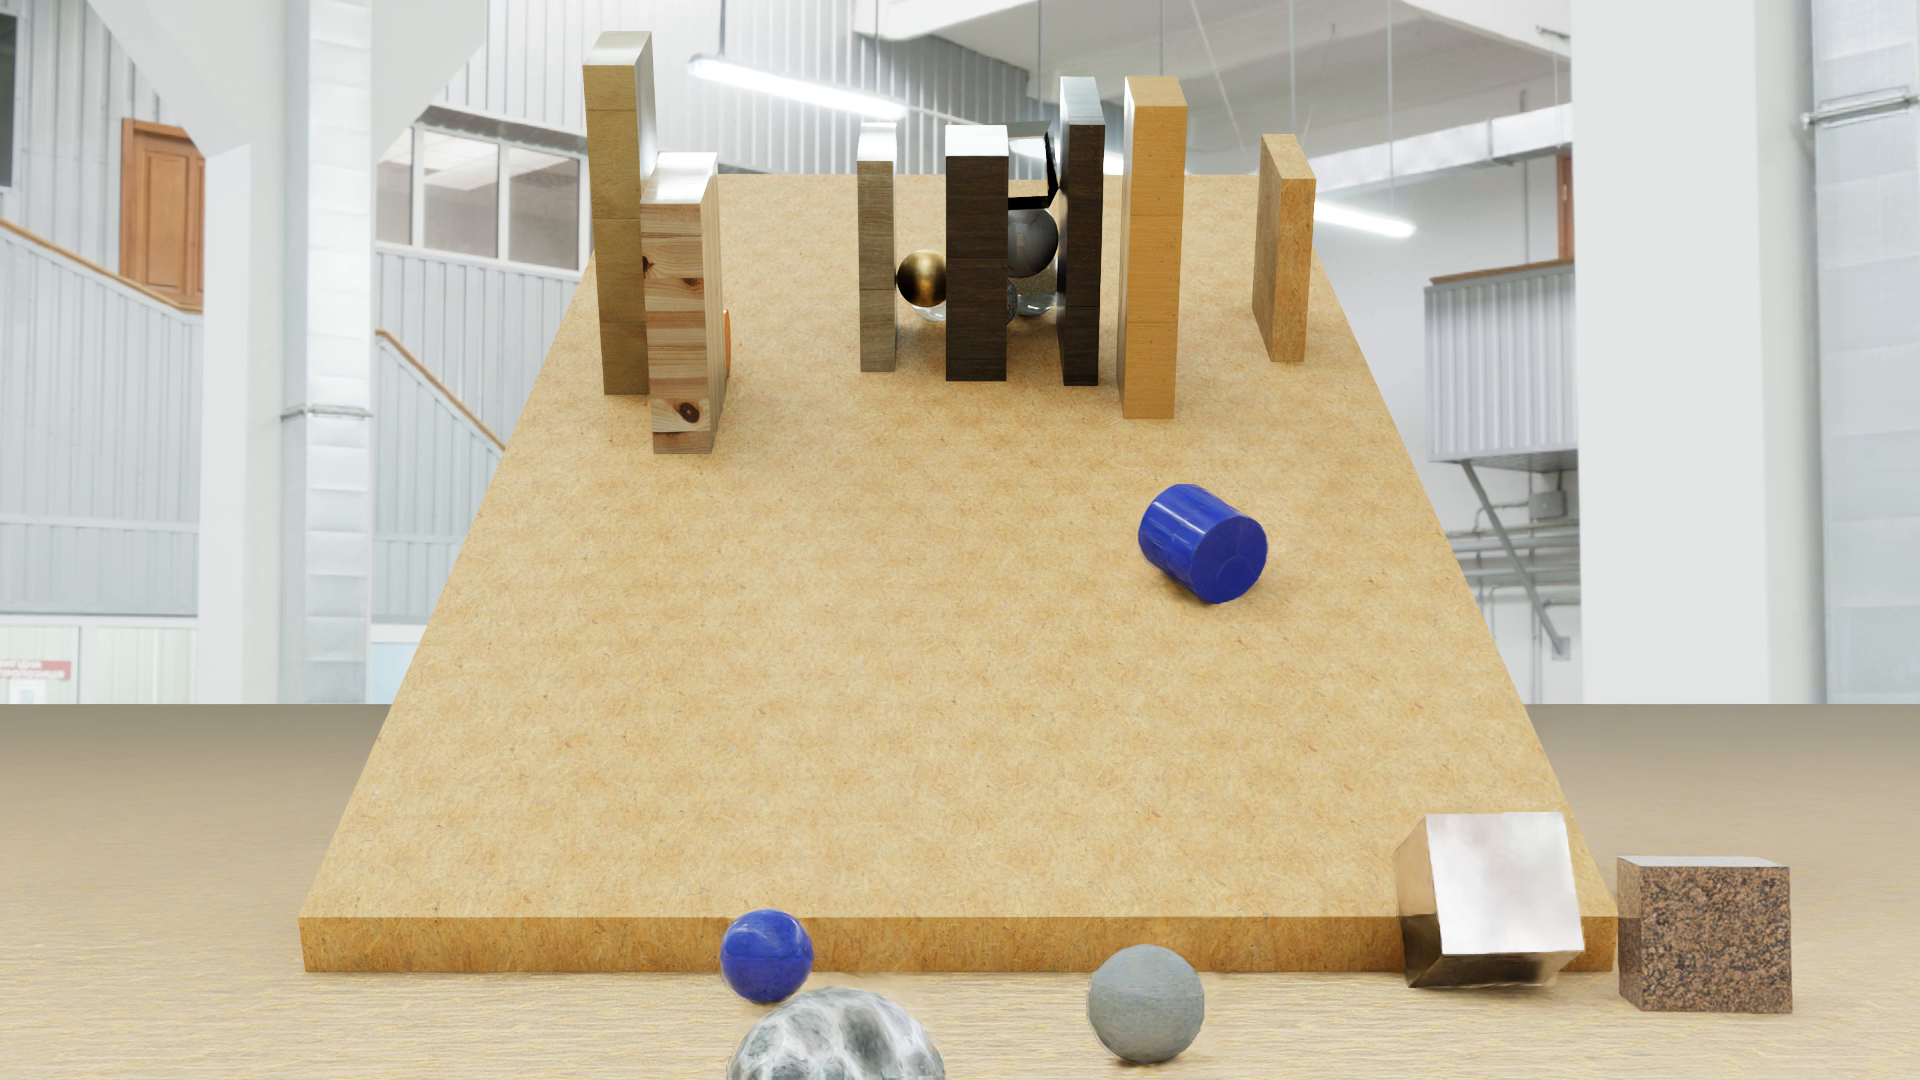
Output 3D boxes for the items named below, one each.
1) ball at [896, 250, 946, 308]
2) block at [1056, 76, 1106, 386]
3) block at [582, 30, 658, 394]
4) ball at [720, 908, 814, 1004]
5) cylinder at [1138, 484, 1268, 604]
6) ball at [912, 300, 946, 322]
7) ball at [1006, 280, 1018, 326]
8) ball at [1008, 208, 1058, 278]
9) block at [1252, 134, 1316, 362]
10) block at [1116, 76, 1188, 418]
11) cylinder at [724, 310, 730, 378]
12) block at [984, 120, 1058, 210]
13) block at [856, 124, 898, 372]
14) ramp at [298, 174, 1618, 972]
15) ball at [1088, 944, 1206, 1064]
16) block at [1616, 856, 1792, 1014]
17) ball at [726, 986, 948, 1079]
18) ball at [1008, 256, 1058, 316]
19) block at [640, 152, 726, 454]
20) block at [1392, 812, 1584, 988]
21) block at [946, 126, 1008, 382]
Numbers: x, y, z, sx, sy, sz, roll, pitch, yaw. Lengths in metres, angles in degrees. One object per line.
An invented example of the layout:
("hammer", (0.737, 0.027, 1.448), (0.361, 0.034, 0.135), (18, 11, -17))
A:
("ball", (-0.085, -0.647, 5.800), (0.144, 0.144, 0.144), (0, -4, 0))
("block", (0.286, -0.745, 5.618), (0.081, 0.631, 0.445), (0, 25, 0))
("block", (-0.778, -0.765, 5.480), (0.114, 0.779, 0.339), (0, 25, 0))
("ball", (-0.266, 0.571, 3.220), (0.130, 0.130, 0.130), (0, -4, 0))
("cylinder", (0.471, 0.005, 4.544), (0.180, 0.180, 0.180), (2, 21, -32))
("ball", (-0.059, -0.618, 5.933), (0.134, 0.134, 0.134), (0, -4, 0))
("ball", (0.064, -0.596, 5.855), (0.160, 0.160, 0.160), (0, -4, 0))
("ball", (0.144, -0.748, 5.800), (0.201, 0.201, 0.201), (0, -4, 0))
("block", (0.797, -0.725, 5.782), (0.081, 0.459, 0.397), (0, 25, 0))
("block", (0.433, -0.664, 5.331), (0.115, 0.727, 0.270), (0, 25, 0))
("cylinder", (-0.635, -0.466, 5.566), (0.165, 0.165, 0.165), (0, -4, 0))
("block", (0.137, -0.913, 5.711), (0.172, 0.172, 0.172), (-1, 24, 12))
("block", (-0.198, -0.711, 5.671), (0.084, 0.521, 0.334), (0, 25, 0))
("ramp", (-0.009, -0.229, 5.375), (2.000, 0.100, 4.000), (0, 25, 0))
("ball", (0.214, 0.533, 2.691), (0.135, 0.135, 0.135), (0, -4, 0))
("block", (1.019, 0.539, 3.216), (0.194, 0.194, 0.194), (0, -4, 7))
("ball", (-0.100, 0.456, 1.902), (0.183, 0.183, 0.183), (0, -4, 0))
("ball", (0.176, -0.660, 5.968), (0.181, 0.181, 0.181), (0, -4, 0))
("block", (-0.613, -0.532, 5.228), (0.128, 0.571, 0.393), (0, 25, 0))
("block", (0.750, 0.515, 3.344), (0.199, 0.199, 0.199), (-1, -24, -5))
("block", (0.038, -0.683, 5.580), (0.144, 0.550, 0.266), (0, 25, 0))
